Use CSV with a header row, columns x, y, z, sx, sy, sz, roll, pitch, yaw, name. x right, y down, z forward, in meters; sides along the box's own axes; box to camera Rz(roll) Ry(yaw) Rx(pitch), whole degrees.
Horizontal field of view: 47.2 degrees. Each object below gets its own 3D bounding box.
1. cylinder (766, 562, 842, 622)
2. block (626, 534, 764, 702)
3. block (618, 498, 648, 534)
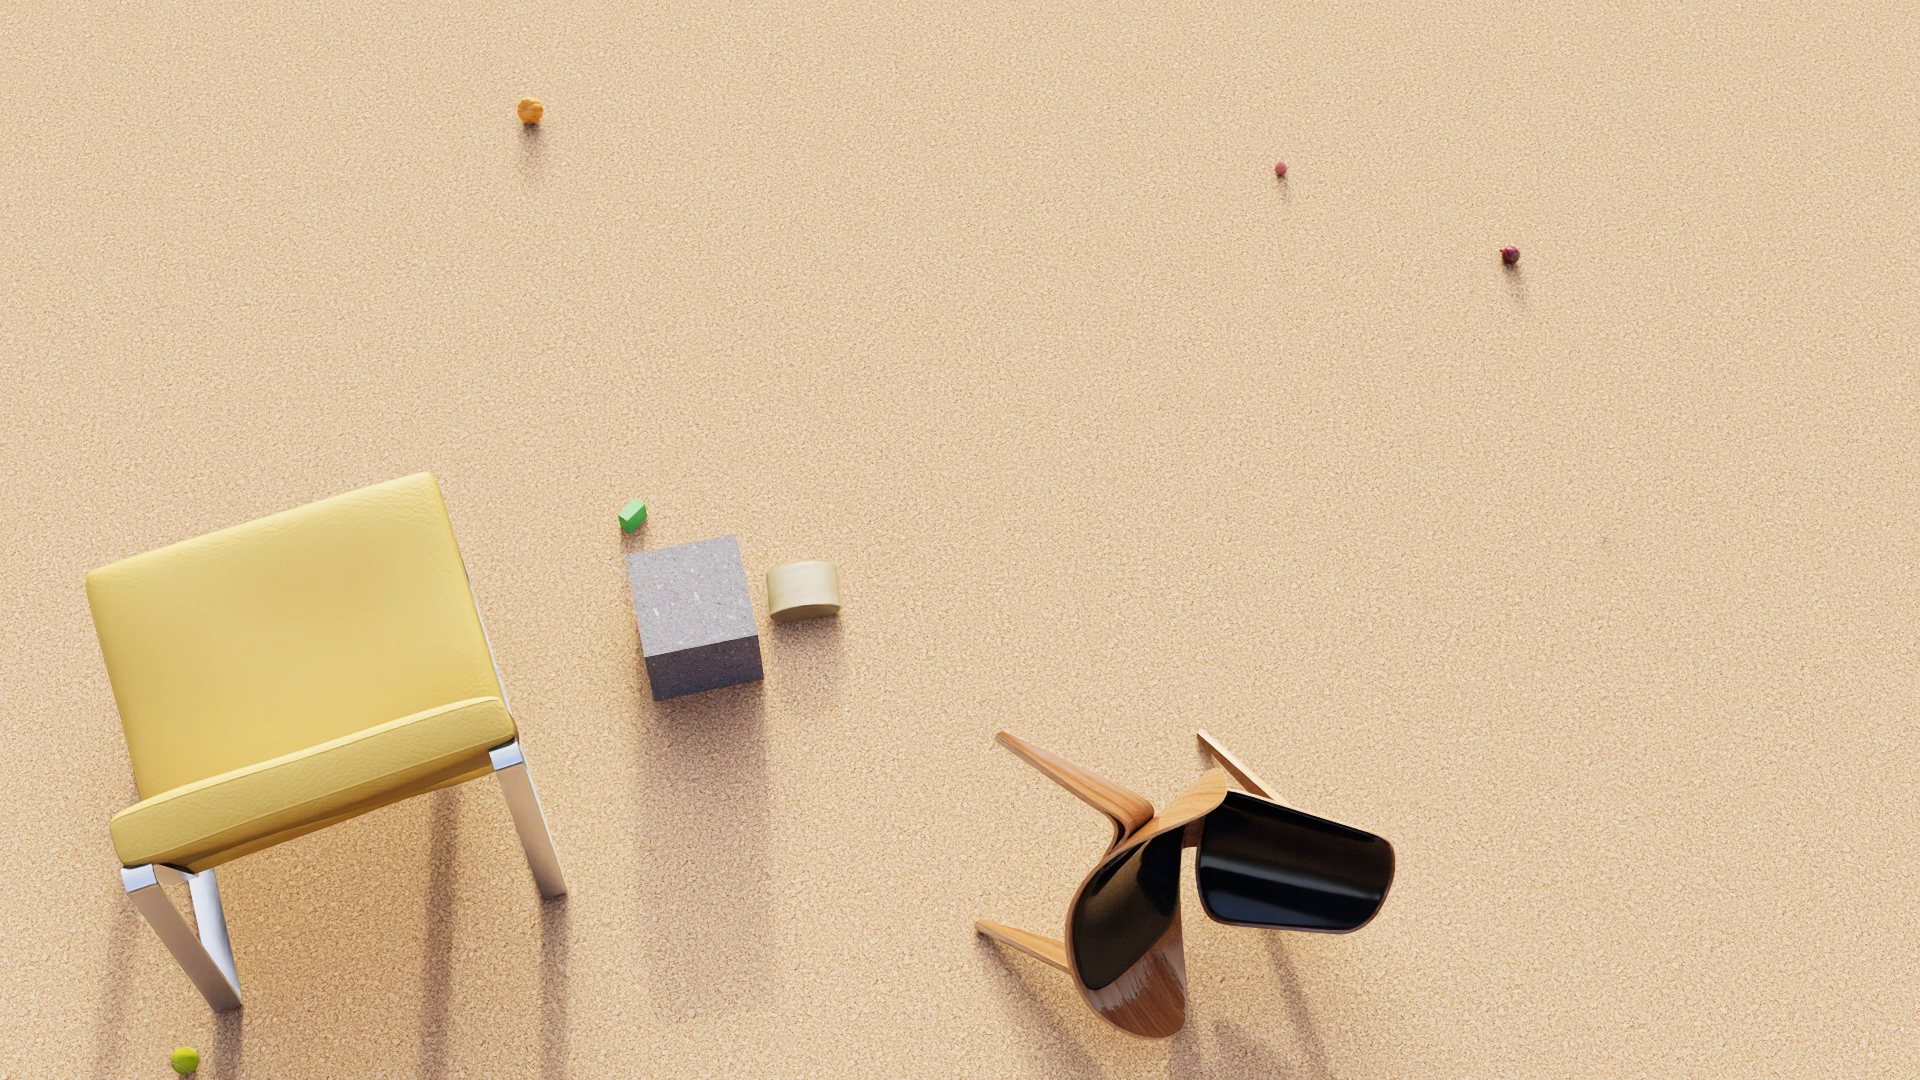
x,y,z,sx,sy,sz,roll,pitch,yaw,name
-0.458,0.150,6.423,0.208,0.083,0.147,-11,49,-3,cylinder
-0.756,0.221,6.278,0.318,0.245,0.347,-11,57,-7,block
-0.979,-0.073,6.582,0.039,0.068,0.077,32,62,20,block
